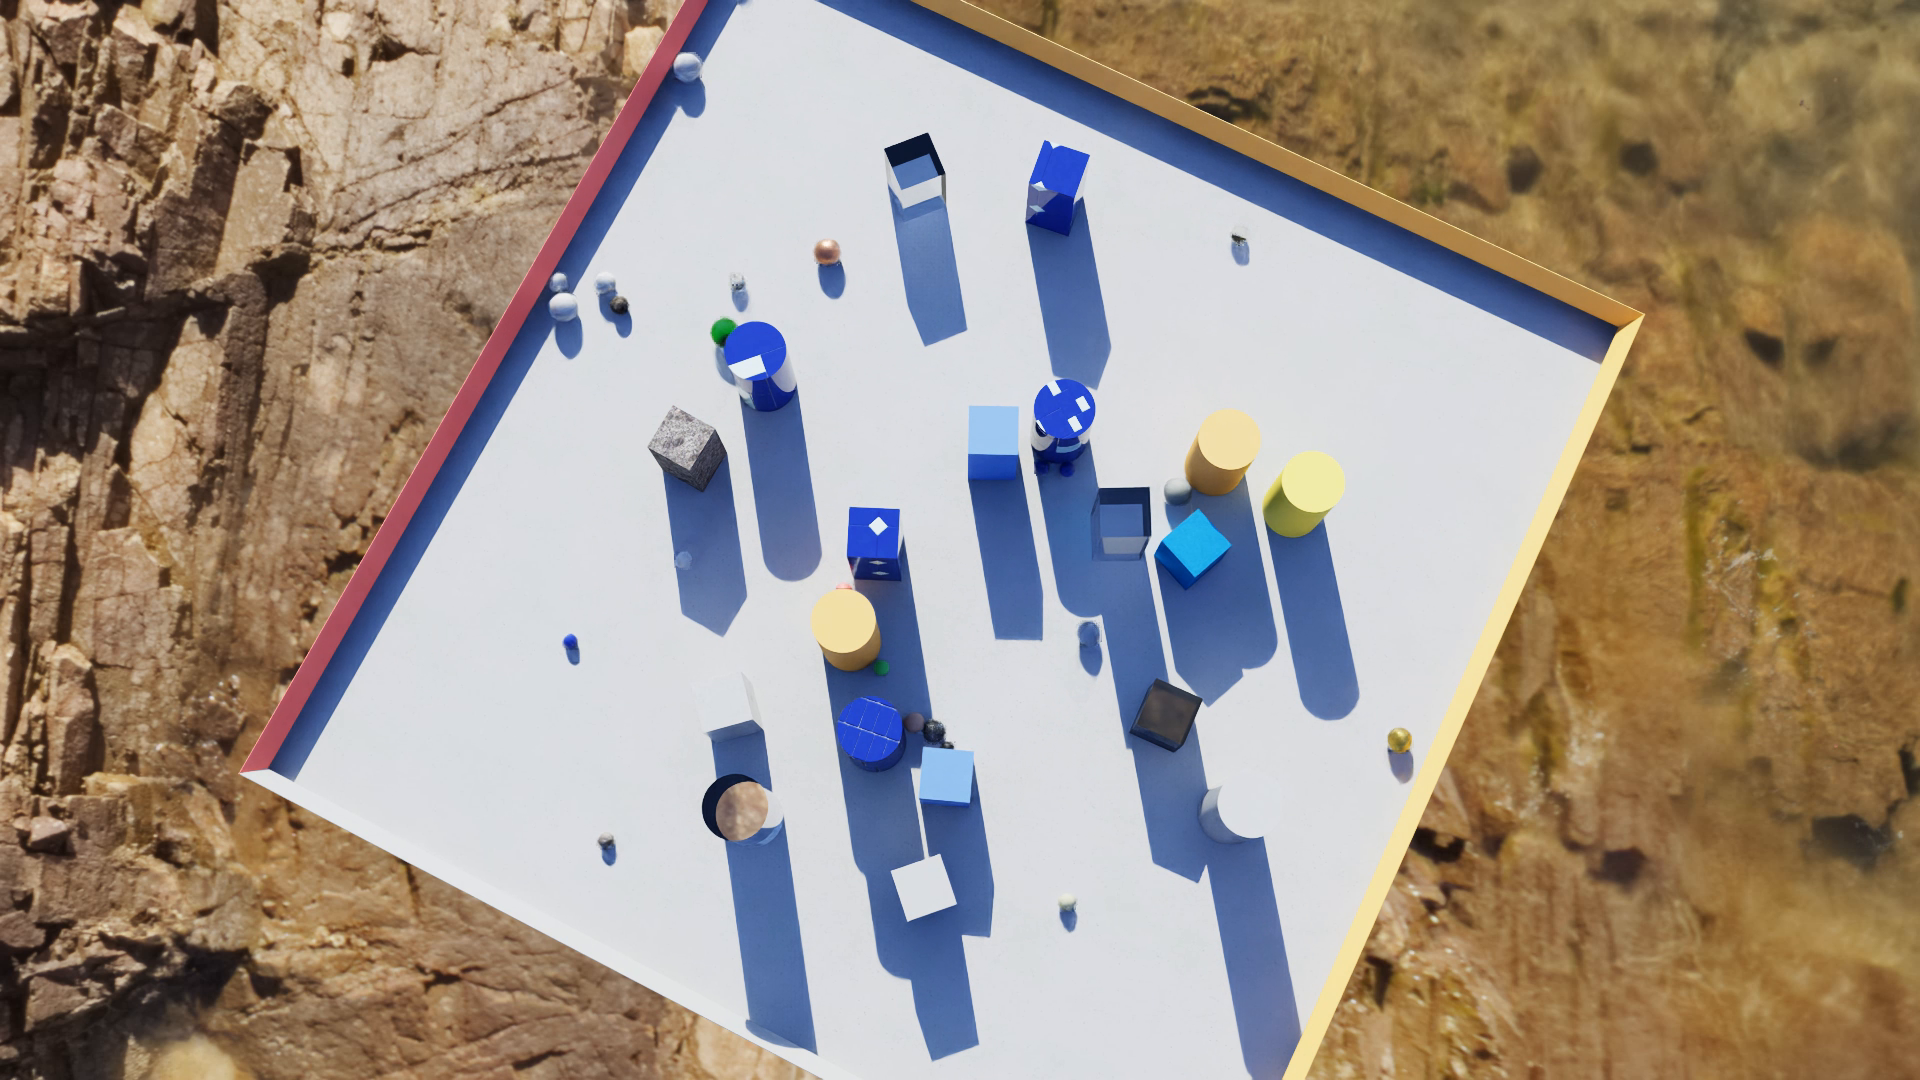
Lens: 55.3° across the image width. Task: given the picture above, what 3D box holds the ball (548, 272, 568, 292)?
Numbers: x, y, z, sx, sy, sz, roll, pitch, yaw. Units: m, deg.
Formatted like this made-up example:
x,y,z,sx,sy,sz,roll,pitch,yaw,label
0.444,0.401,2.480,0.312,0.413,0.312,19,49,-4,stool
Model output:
x,y,z,sx,sy,sz,roll,pitch,yaw,label
-1.264,-0.808,5.751,0.062,0.062,0.062,0,78,0,ball

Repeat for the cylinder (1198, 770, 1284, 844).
x,y,z,sx,sy,sz,roll,pitch,yaw,label
0.797,0.768,5.233,0.183,0.439,0.183,0,78,0,cylinder

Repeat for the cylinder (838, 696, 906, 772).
x,y,z,sx,sy,sz,roll,pitch,yaw,label
-0.252,0.566,5.305,0.183,0.380,0.183,0,78,0,cylinder

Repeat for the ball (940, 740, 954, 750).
x,y,z,sx,sy,sz,roll,pitch,yaw,label
-0.038,0.621,5.466,0.044,0.044,0.044,0,78,0,ball

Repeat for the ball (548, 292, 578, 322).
x,y,z,sx,sy,sz,roll,pitch,yaw,label
-1.238,-0.727,5.721,0.090,0.090,0.090,0,78,0,ball

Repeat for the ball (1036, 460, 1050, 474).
x,y,z,sx,sy,sz,roll,pitch,yaw,label
0.254,-0.224,5.640,0.044,0.044,0.044,0,78,0,ball

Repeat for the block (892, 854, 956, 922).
x,y,z,sx,sy,sz,roll,pitch,yaw,label
-0.102,1.004,5.280,0.146,0.252,0.146,-19,79,-4,block

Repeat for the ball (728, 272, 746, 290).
x,y,z,sx,sy,sz,roll,pitch,yaw,label
-0.700,-0.812,5.757,0.054,0.054,0.054,0,78,0,ball

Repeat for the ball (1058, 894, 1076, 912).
x,y,z,sx,sy,sz,roll,pitch,yaw,label
0.312,1.062,5.371,0.051,0.051,0.051,0,78,0,ball

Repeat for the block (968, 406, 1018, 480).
x,y,z,sx,sy,sz,roll,pitch,yaw,label
0.098,-0.290,5.515,0.146,0.315,0.146,1,78,0,block

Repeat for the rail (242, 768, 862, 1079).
x,y,z,sx,sy,sz,roll,pitch,yaw,label
-0.692,1.363,5.273,3.142,0.119,0.045,26,80,5,rail

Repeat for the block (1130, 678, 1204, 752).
x,y,z,sx,sy,sz,roll,pitch,yaw,label
0.603,0.518,5.385,0.146,0.244,0.146,24,79,5,block

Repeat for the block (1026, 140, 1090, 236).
x,y,z,sx,sy,sz,roll,pitch,yaw,label
0.300,-1.086,5.678,0.146,0.320,0.146,19,79,4,block

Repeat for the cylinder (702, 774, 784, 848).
x,y,z,sx,sy,sz,roll,pitch,yaw,label
-0.616,0.776,5.229,0.183,0.444,0.183,0,78,0,cylinder

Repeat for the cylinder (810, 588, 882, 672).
x,y,z,sx,sy,sz,roll,pitch,yaw,label
-0.330,0.268,5.360,0.183,0.394,0.183,0,78,0,cylinder

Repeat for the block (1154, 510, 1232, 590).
x,y,z,sx,sy,sz,roll,pitch,yaw,label
0.695,0.031,5.494,0.146,0.226,0.146,-40,81,-8,block

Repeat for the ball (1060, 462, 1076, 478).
x,y,z,sx,sy,sz,roll,pitch,yaw,label
0.330,-0.217,5.636,0.049,0.049,0.049,0,78,0,ball

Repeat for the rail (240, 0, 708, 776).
x,y,z,sx,sy,sz,roll,pitch,yaw,label
-1.384,-0.671,5.693,0.045,0.119,3.144,26,80,5,rail

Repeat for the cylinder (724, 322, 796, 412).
x,y,z,sx,sy,sz,roll,pitch,yaw,label
-0.601,-0.522,5.551,0.183,0.339,0.183,0,78,0,cylinder

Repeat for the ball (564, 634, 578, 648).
x,y,z,sx,sy,sz,roll,pitch,yaw,label
-1.176,0.305,5.531,0.043,0.043,0.043,0,78,0,ball

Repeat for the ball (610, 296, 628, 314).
x,y,z,sx,sy,sz,roll,pitch,yaw,label
-1.067,-0.735,5.739,0.058,0.058,0.058,0,78,0,ball

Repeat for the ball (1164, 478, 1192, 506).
x,y,z,sx,sy,sz,roll,pitch,yaw,label
0.666,-0.149,5.604,0.085,0.085,0.085,0,78,0,ball

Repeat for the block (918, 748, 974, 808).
x,y,z,sx,sy,sz,roll,pitch,yaw,label
-0.039,0.695,5.351,0.146,0.239,0.146,5,78,1,block

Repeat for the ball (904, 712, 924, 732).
x,y,z,sx,sy,sz,roll,pitch,yaw,label
-0.138,0.544,5.472,0.063,0.063,0.063,0,78,0,ball

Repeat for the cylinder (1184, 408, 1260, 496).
x,y,z,sx,sy,sz,roll,pitch,yaw,label
0.785,-0.259,5.497,0.183,0.339,0.183,0,78,0,cylinder

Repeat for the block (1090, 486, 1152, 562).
x,y,z,sx,sy,sz,roll,pitch,yaw,label
0.475,-0.044,5.441,0.146,0.361,0.146,-1,78,0,block

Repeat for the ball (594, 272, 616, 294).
x,y,z,sx,sy,sz,roll,pitch,yaw,label
-1.113,-0.805,5.748,0.068,0.068,0.068,0,78,0,ball

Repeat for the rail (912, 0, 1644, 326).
x,y,z,sx,sy,sz,roll,pitch,yaw,label
0.692,-1.350,5.834,3.142,0.119,0.045,26,80,5,rail

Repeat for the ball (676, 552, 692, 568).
x,y,z,sx,sy,sz,roll,pitch,yaw,label
-0.841,0.062,5.578,0.050,0.050,0.050,0,78,0,ball

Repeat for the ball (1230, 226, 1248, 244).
x,y,z,sx,sy,sz,roll,pitch,yaw,label
0.882,-0.965,5.786,0.058,0.058,0.058,0,78,0,ball

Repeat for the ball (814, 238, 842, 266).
x,y,z,sx,sy,sz,roll,pitch,yaw,label
-0.416,-0.905,5.760,0.084,0.084,0.084,0,78,0,ball

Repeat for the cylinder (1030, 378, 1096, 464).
x,y,z,sx,sy,sz,roll,pitch,yaw,label
0.308,-0.355,5.535,0.183,0.304,0.183,0,78,0,cylinder

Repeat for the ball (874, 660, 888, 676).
x,y,z,sx,sy,sz,roll,pitch,yaw,label
-0.237,0.385,5.513,0.047,0.047,0.047,0,78,0,ball

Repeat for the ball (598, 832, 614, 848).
x,y,z,sx,sy,sz,roll,pitch,yaw,label
-1.045,0.885,5.410,0.046,0.046,0.046,0,78,0,ball

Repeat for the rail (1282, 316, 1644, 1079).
x,y,z,sx,sy,sz,roll,pitch,yaw,label
1.384,0.684,5.413,0.045,0.119,3.144,26,80,5,rail

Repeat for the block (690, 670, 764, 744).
x,y,z,sx,sy,sz,roll,pitch,yaw,label
-0.678,0.490,5.361,0.146,0.303,0.146,-15,79,-3,block

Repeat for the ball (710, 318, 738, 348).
x,y,z,sx,sy,sz,roll,pitch,yaw,label
-0.731,-0.644,5.703,0.091,0.091,0.091,0,78,0,ball

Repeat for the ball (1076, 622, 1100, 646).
x,y,z,sx,sy,sz,roll,pitch,yaw,label
0.387,0.281,5.521,0.072,0.072,0.072,0,78,0,ball

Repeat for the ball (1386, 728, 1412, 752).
x,y,z,sx,sy,sz,roll,pitch,yaw,label
1.309,0.595,5.455,0.075,0.075,0.075,0,78,0,ball

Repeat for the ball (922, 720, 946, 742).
x,y,z,sx,sy,sz,roll,pitch,yaw,label
-0.078,0.570,5.464,0.068,0.068,0.068,0,78,0,ball

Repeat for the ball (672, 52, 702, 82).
x,y,z,sx,sy,sz,roll,pitch,yaw,label
-0.877,-1.517,5.884,0.090,0.090,0.090,0,78,0,ball

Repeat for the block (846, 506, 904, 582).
x,y,z,sx,sy,sz,roll,pitch,yaw,label
-0.248,0.015,5.429,0.146,0.360,0.146,2,78,0,block

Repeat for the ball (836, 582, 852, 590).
x,y,z,sx,sy,sz,roll,pitch,yaw,label
-0.353,0.155,5.557,0.053,0.053,0.053,0,78,0,ball

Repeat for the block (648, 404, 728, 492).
x,y,z,sx,sy,sz,roll,pitch,yaw,label
-0.820,-0.272,5.527,0.146,0.285,0.146,29,80,6,block

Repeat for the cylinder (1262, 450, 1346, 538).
x,y,z,sx,sy,sz,roll,pitch,yaw,label
1.020,-0.133,5.463,0.183,0.355,0.183,0,78,0,cylinder

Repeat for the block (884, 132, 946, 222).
x,y,z,sx,sy,sz,roll,pitch,yaw,label
-0.138,-1.129,5.716,0.146,0.261,0.146,-21,79,-4,block
